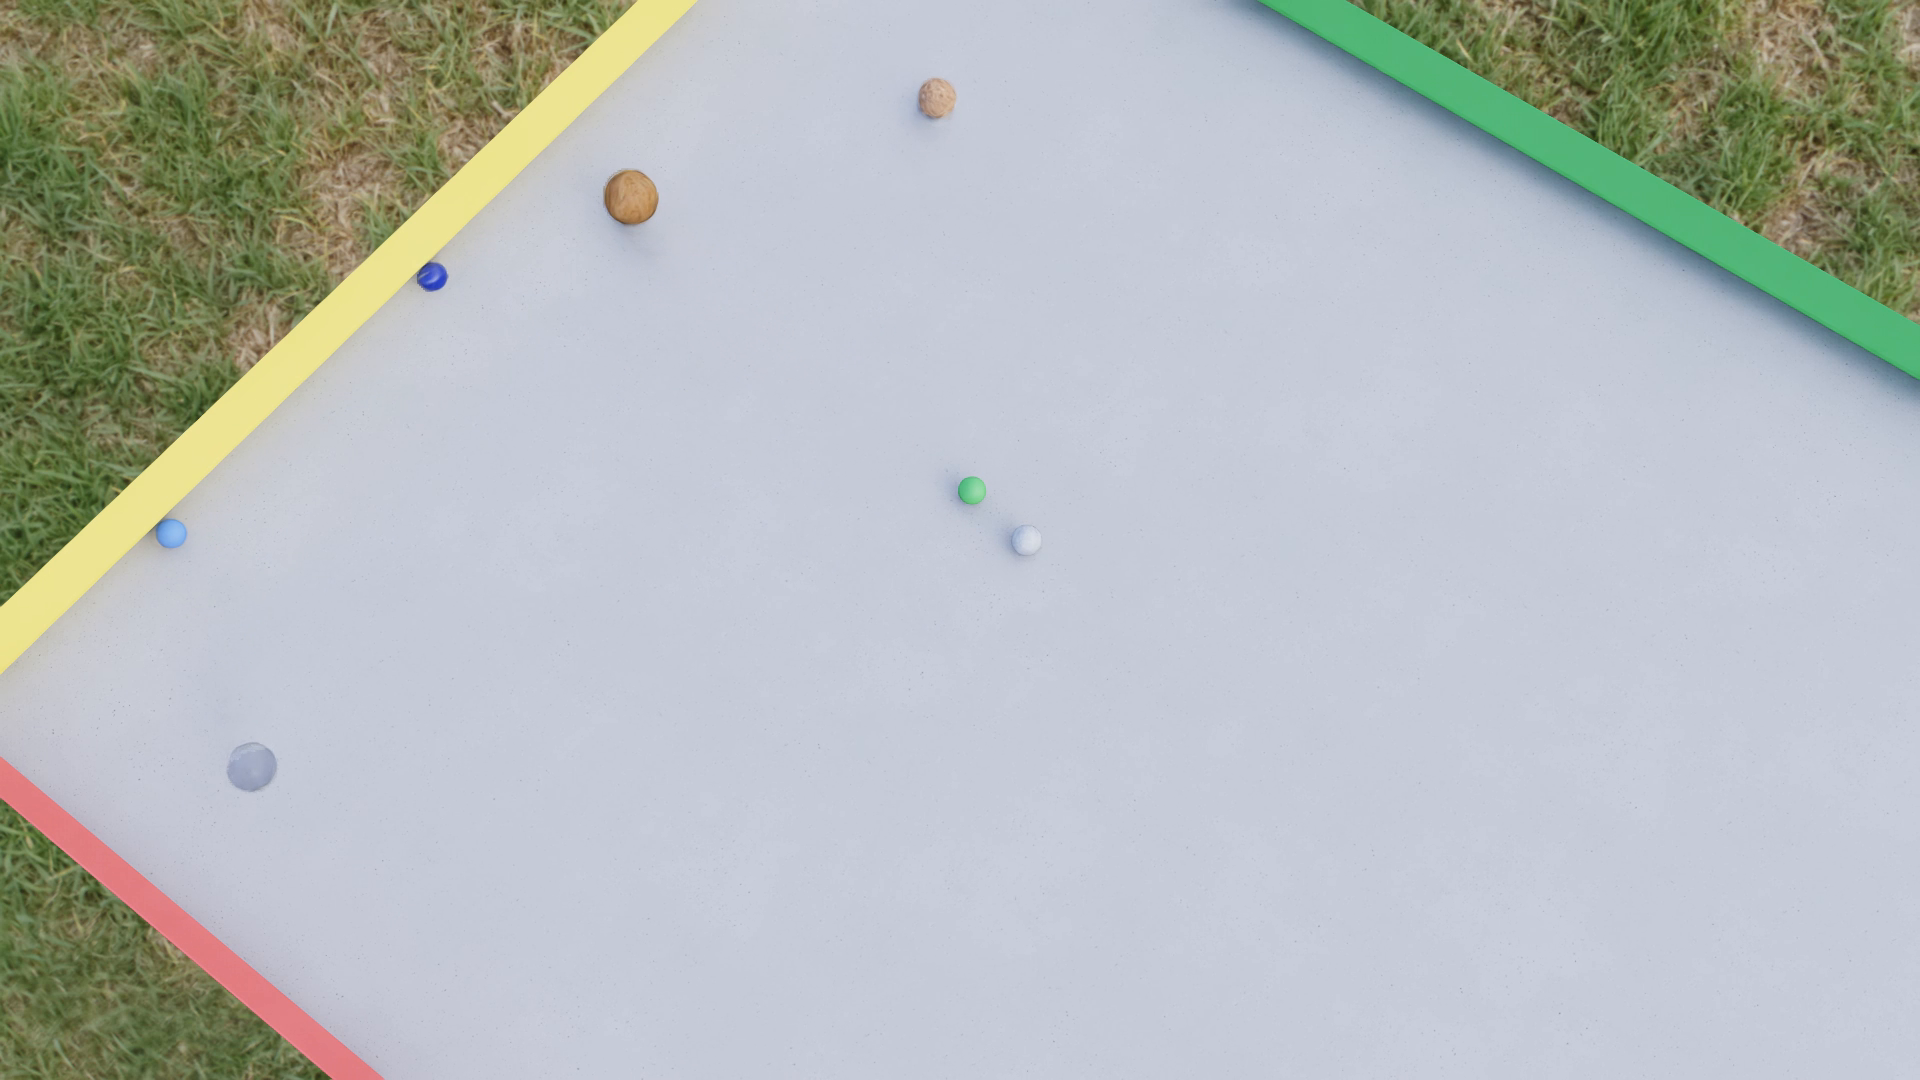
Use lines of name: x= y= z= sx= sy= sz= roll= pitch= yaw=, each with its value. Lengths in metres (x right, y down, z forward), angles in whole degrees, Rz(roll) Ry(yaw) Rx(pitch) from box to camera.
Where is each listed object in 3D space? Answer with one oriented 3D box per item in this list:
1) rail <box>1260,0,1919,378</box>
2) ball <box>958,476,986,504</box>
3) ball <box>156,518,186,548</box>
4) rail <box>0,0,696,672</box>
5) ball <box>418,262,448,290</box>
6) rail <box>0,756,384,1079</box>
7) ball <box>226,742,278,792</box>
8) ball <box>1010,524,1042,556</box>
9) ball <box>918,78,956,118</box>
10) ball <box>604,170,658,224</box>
rail: x=1.624 y=-0.297 z=3.724 sx=4.401 sy=0.124 sz=0.045 roll=34 pitch=69 yaw=16
ball: x=0.020 y=-0.082 z=3.661 sx=0.047 sy=0.047 sz=0.047 roll=0 pitch=64 yaw=0
ball: x=-1.300 y=-0.010 z=3.625 sx=0.049 sy=0.049 sz=0.049 roll=0 pitch=64 yaw=0
rail: x=-0.856 y=-0.599 z=3.873 sx=0.045 sy=0.124 sz=2.517 roll=34 pitch=69 yaw=16
ball: x=-0.922 y=-0.462 z=3.847 sx=0.051 sy=0.051 sz=0.051 roll=0 pitch=64 yaw=0
rail: x=0.127 y=1.464 z=2.853 sx=4.401 sy=0.124 sz=0.045 roll=34 pitch=69 yaw=16
ball: x=-1.104 y=0.354 z=3.429 sx=0.076 sy=0.076 sz=0.076 roll=0 pitch=64 yaw=0
ball: x=0.110 y=0.000 z=3.618 sx=0.052 sy=0.052 sz=0.052 roll=0 pitch=64 yaw=0
ball: x=-0.042 y=-0.805 z=4.006 sx=0.070 sy=0.070 sz=0.070 roll=0 pitch=64 yaw=0
ball: x=-0.582 y=-0.606 z=3.894 sx=0.095 sy=0.095 sz=0.095 roll=0 pitch=64 yaw=0
